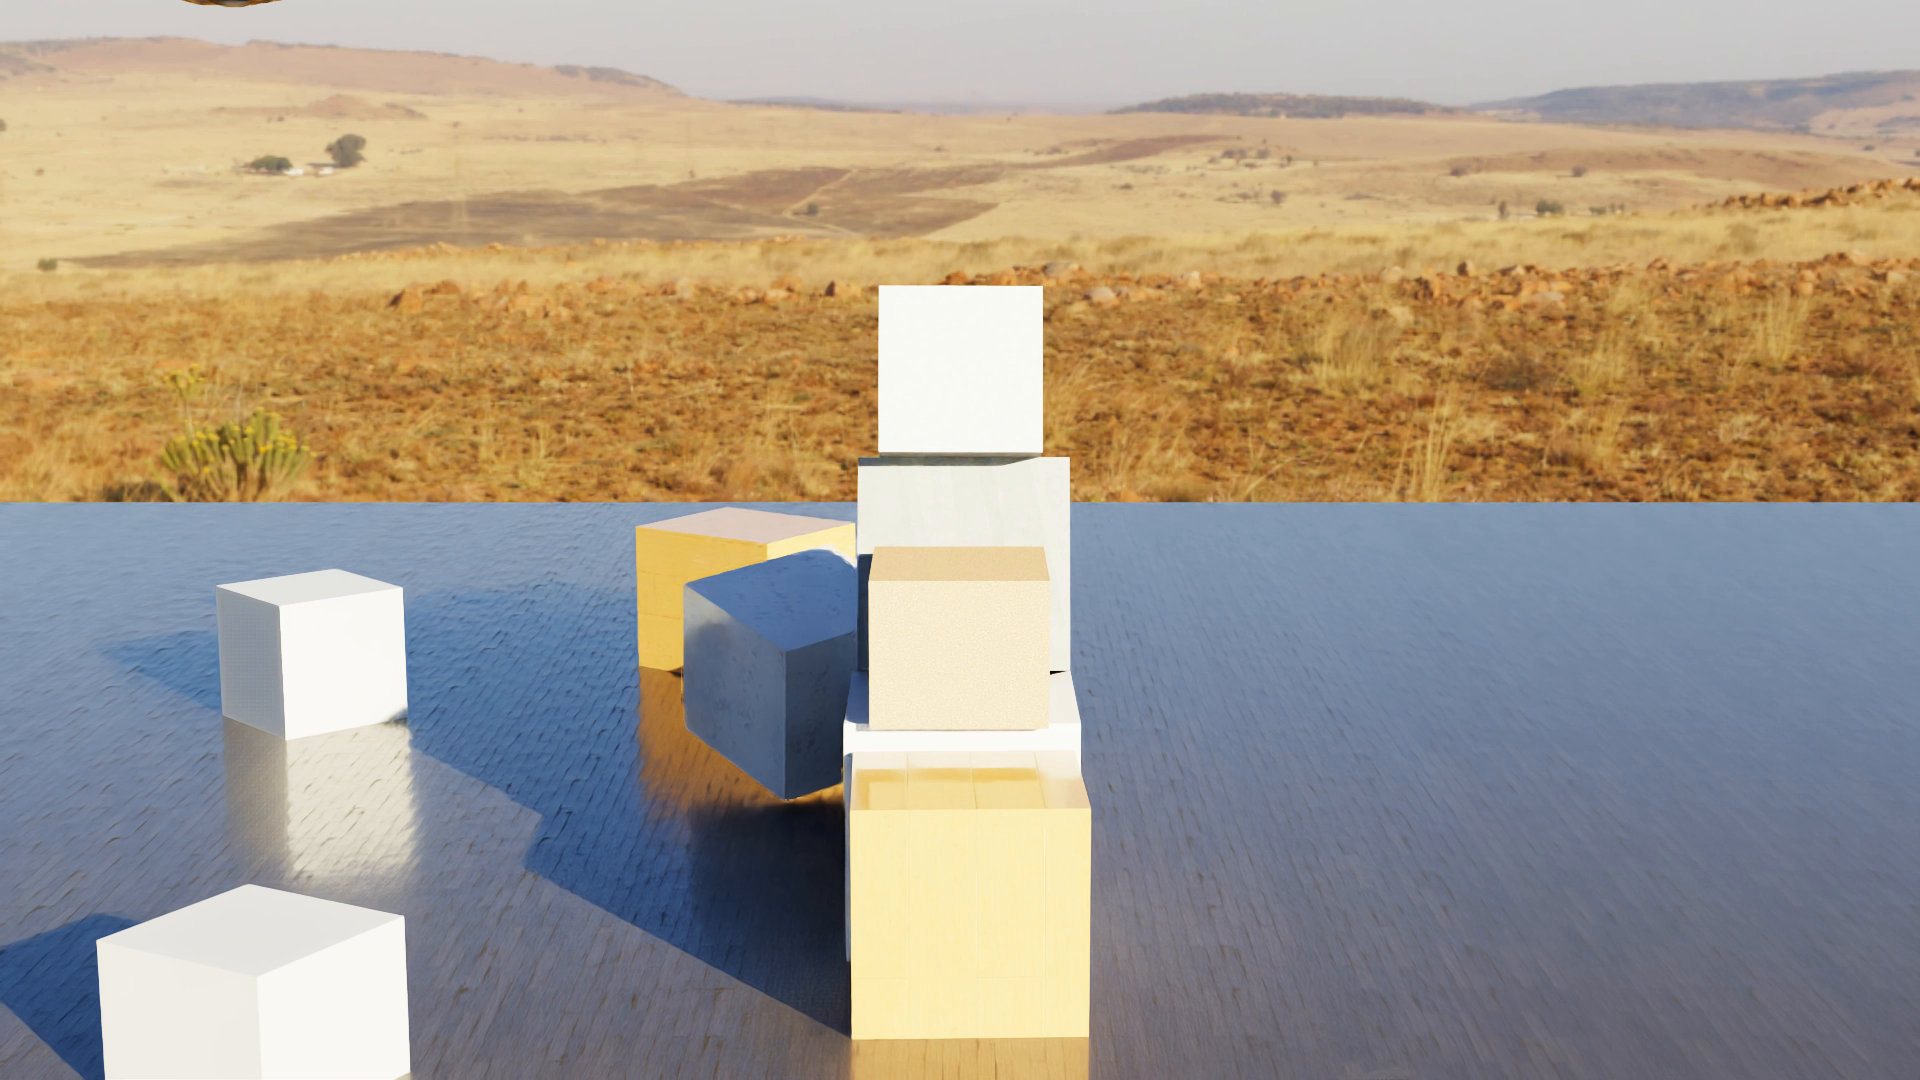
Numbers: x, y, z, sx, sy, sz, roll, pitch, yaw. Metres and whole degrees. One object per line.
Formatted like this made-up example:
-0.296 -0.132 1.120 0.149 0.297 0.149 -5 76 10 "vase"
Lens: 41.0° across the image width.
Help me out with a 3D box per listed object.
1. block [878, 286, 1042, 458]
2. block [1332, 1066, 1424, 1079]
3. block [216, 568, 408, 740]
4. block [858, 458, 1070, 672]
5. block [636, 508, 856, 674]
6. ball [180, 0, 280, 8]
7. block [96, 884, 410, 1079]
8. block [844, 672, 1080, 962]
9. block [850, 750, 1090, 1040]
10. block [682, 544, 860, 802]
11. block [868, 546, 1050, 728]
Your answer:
-0.004 -0.686 10.959 0.676 0.689 0.736 0 -3 -1 "block"
1.155 1.931 7.166 0.614 0.636 0.651 -5 11 -24 "block"
-3.571 0.616 14.135 0.734 0.732 0.736 -9 14 -41 "block"
0.016 0.125 11.234 0.891 0.898 0.884 0 -3 0 "block"
-1.278 0.326 15.400 0.999 0.849 0.846 7 12 34 "block"
-3.069 -3.024 10.631 1.600 1.600 1.600 0 10 0 "ball"
-2.459 1.633 8.967 0.744 0.579 0.713 6 12 29 "block"
0.008 1.125 10.641 0.934 0.980 0.905 0 10 0 "block"
0.028 1.334 9.790 0.874 0.873 0.823 0 10 -2 "block"
-0.769 0.650 12.944 0.889 0.820 0.921 -16 29 -35 "block"
-0.003 0.382 10.340 0.702 0.589 0.739 0 10 0 "block"
